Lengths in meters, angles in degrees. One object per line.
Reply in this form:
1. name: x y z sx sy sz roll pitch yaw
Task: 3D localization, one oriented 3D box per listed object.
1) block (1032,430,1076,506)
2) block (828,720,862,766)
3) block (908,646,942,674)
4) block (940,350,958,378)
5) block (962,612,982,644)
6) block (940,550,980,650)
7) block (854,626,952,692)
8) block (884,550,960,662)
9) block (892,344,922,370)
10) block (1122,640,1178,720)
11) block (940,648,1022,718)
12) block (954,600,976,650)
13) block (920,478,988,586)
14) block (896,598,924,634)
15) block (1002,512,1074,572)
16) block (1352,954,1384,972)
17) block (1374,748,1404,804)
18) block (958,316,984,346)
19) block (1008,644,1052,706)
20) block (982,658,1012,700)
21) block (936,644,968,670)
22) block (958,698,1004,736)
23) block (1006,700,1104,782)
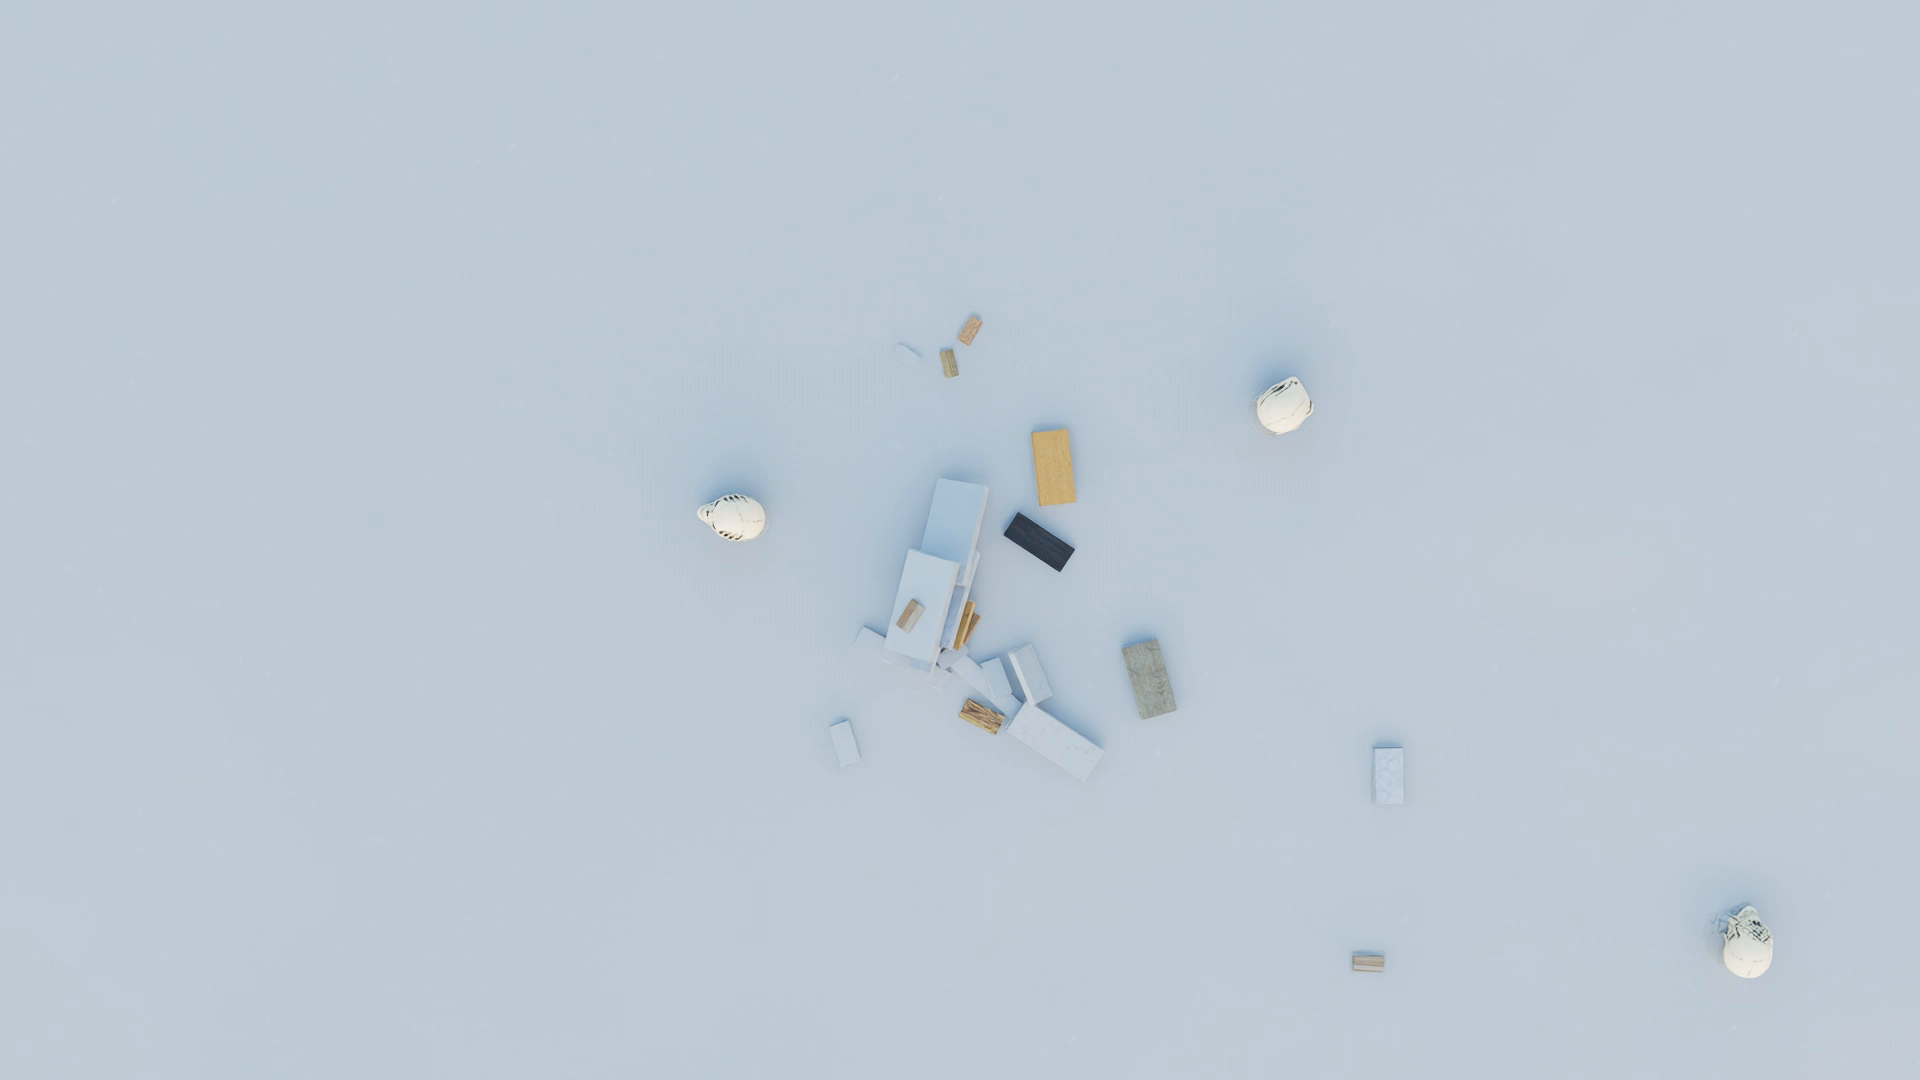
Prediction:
1. block: 0.311 -0.240 5.483 0.122 0.035 0.244 -7 90 0
2. block: -0.383 0.677 5.490 0.069 0.020 0.138 -18 90 0
3. block: -0.104 0.354 5.454 0.081 0.023 0.163 20 89 25
4. block: -0.036 -0.586 5.494 0.045 0.013 0.091 -14 90 0
5. block: 0.021 0.289 5.472 0.053 0.015 0.106 26 78 25
6. block: -0.062 0.179 5.426 0.167 0.047 0.333 14 81 19
7. block: -0.191 0.395 5.490 0.332 0.020 0.069 28 90 0
8. block: -0.124 0.213 5.357 0.166 0.047 0.333 16 95 18
9. block: -0.176 -0.608 5.494 0.091 0.013 0.045 33 90 0
10. block: 0.629 0.464 5.483 0.122 0.035 0.244 -16 90 0
11. block: 0.050 0.451 5.491 0.477 0.018 0.063 41 90 0
12. block: -0.012 0.275 5.457 0.081 0.023 0.163 17 86 25
13. block: -0.026 -0.026 5.416 0.167 0.047 0.333 10 80 18
14. block: -0.161 0.247 5.338 0.050 0.014 0.101 36 101 16
15. block: 0.263 0.007 5.487 0.227 0.026 0.092 34 90 0
16. block: 1.360 1.411 5.493 0.101 0.014 0.050 3 90 0
17. block: 1.426 0.784 5.487 0.092 0.026 0.185 -1 90 0
18. block: 0.034 -0.696 5.494 0.045 0.013 0.091 32 90 0
19. block: 0.234 0.446 5.458 0.092 0.026 0.185 -23 90 -44
20. block: 0.122 0.459 5.476 0.063 0.018 0.125 -19 82 -14
21. block: -0.027 0.381 5.469 0.106 0.015 0.053 -35 87 -11
22. block: 0.072 0.588 5.490 0.138 0.020 0.069 27 90 0
23. block: 0.315 0.665 5.472 0.312 0.035 0.122 33 90 -4
